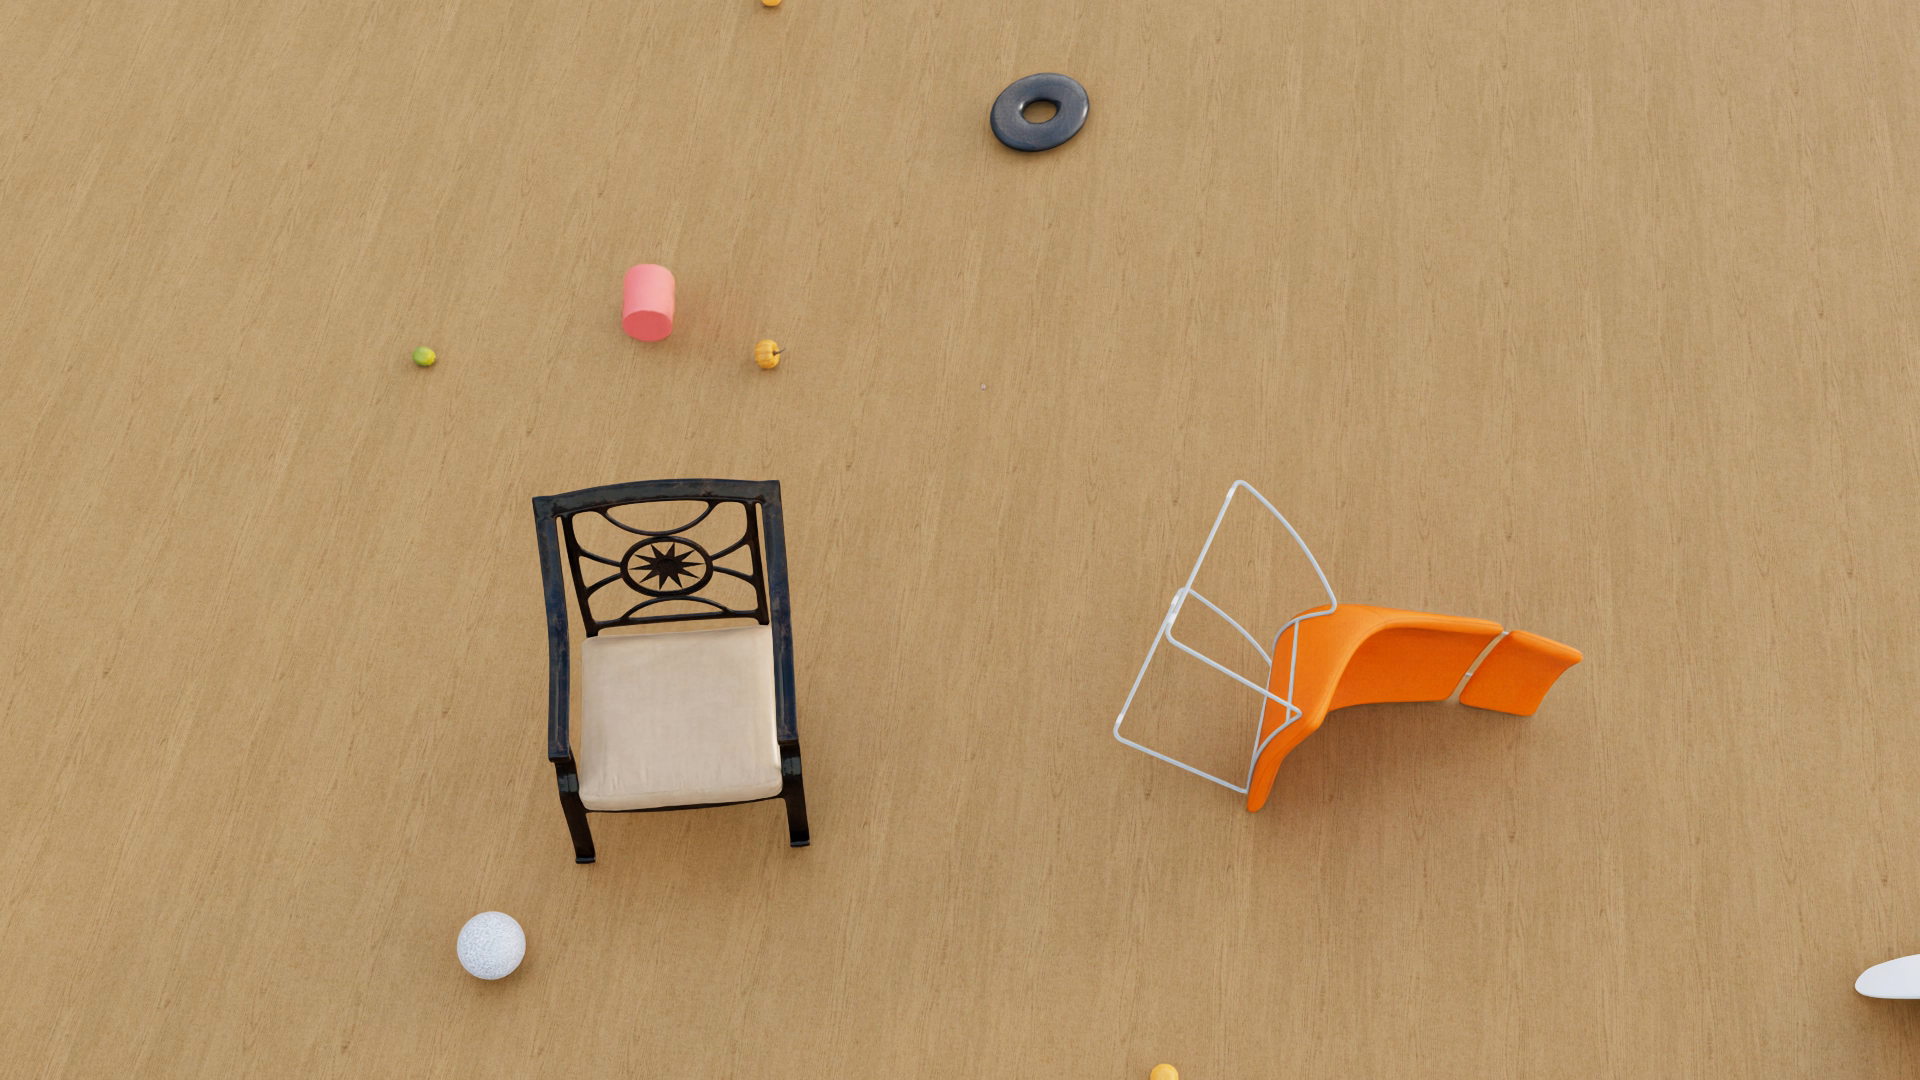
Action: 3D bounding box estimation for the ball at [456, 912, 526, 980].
[{"bbox_3d":[-1.226,1.061,5.755,0.177,0.177,0.177,0,56,0],"label":"ball"}]

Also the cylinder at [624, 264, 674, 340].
[{"bbox_3d":[-0.988,-0.755,6.988,0.158,0.152,0.190,15,52,-25],"label":"cylinder"}]

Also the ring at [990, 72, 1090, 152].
[{"bbox_3d":[0.273,-1.464,7.517,0.314,0.066,0.389,33,62,19],"label":"ring"}]
